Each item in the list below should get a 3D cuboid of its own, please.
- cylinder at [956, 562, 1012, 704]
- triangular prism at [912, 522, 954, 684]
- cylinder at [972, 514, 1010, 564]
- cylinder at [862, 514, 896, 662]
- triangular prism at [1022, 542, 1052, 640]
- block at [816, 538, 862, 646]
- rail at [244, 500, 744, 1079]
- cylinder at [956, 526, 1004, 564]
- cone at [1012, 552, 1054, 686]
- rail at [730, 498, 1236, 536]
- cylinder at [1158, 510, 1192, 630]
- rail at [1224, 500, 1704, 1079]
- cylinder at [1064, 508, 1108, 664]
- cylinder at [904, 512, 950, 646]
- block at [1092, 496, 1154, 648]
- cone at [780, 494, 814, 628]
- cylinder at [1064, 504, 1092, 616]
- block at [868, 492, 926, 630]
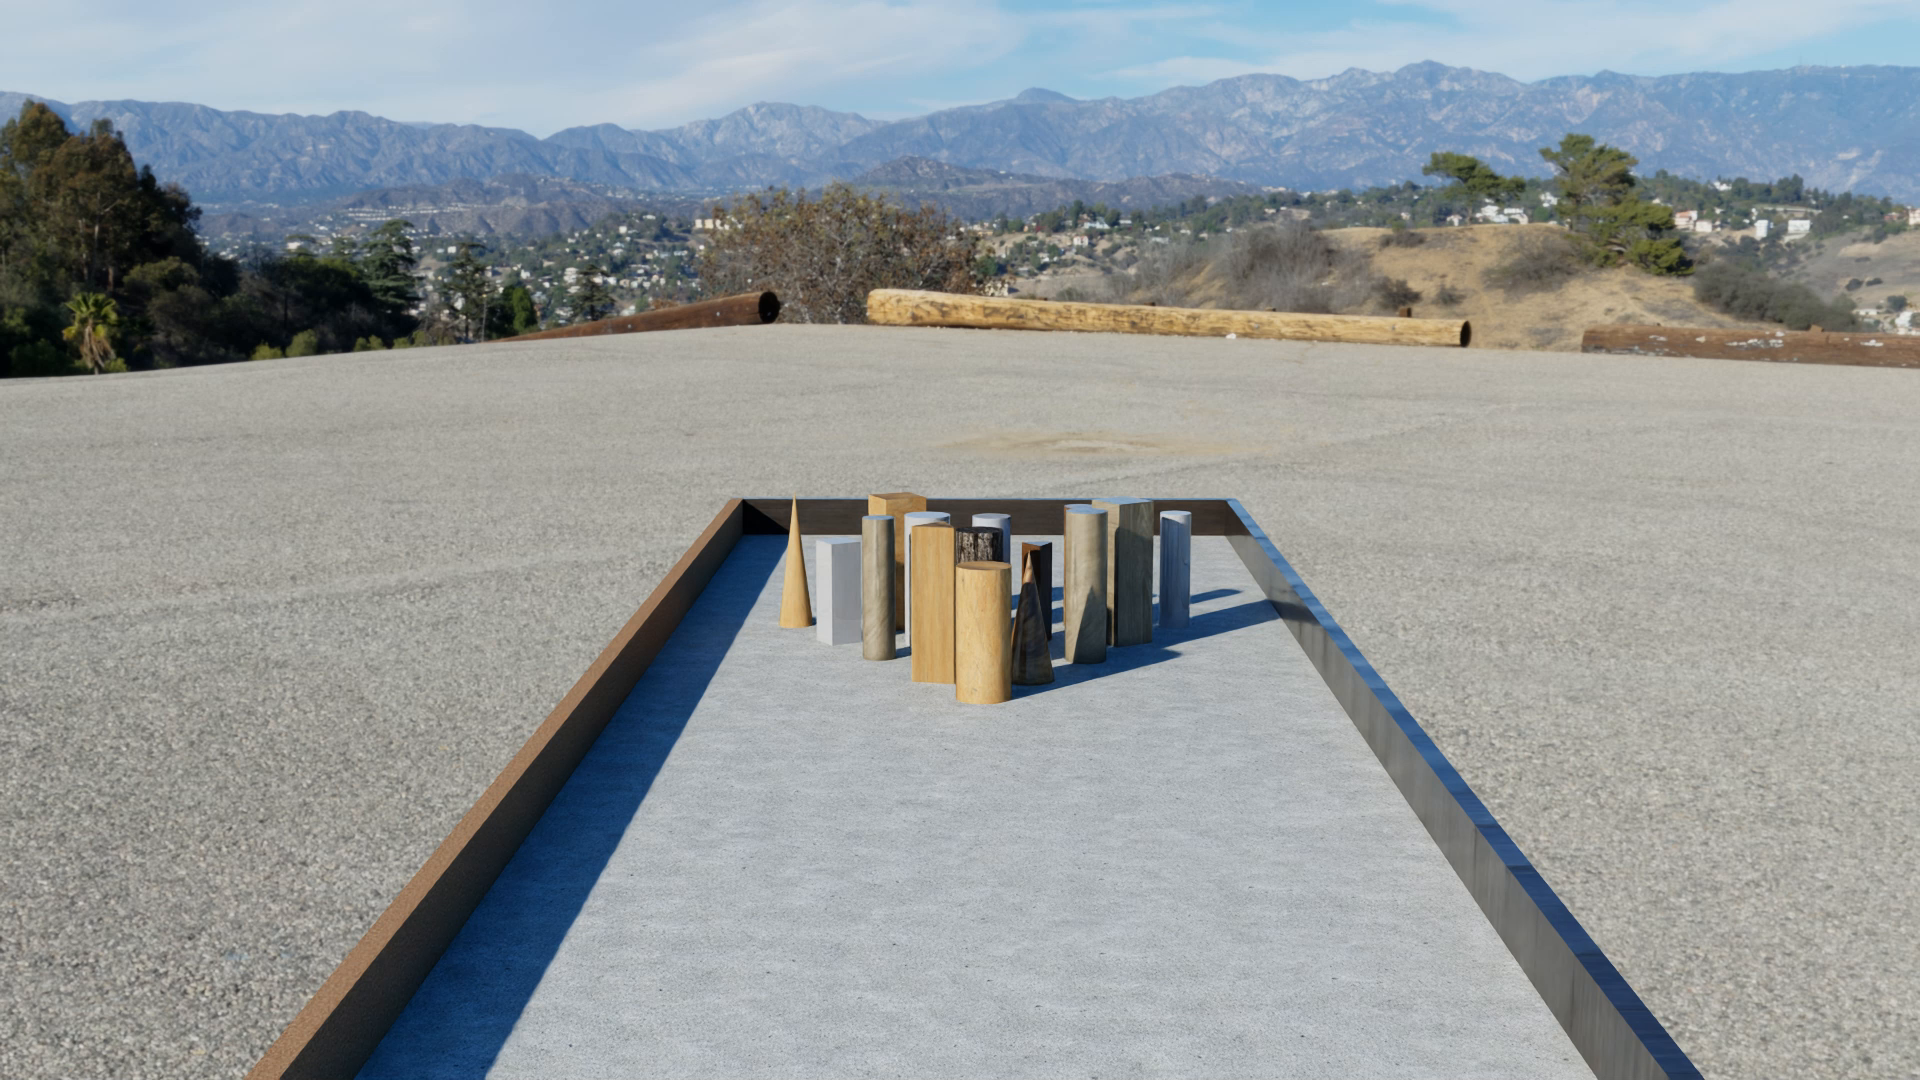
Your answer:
[{"bbox_3d":[0.066,0.258,6.171,0.157,0.378,0.157,0,9,0],"label":"cylinder"},{"bbox_3d":[-0.064,0.180,6.408,0.129,0.458,0.112,2,9,14],"label":"triangular prism"},{"bbox_3d":[0.102,0.104,7.171,0.125,0.369,0.125,0,9,0],"label":"cylinder"},{"bbox_3d":[-0.247,0.146,6.701,0.100,0.434,0.100,0,9,0],"label":"cylinder"},{"bbox_3d":[0.257,0.165,6.959,0.083,0.316,0.095,-6,11,-35],"label":"triangular prism"},{"bbox_3d":[-0.383,0.162,6.958,0.104,0.323,0.104,-5,10,-30],"label":"block"},{"bbox_3d":[-1.004,0.839,3.234,0.050,0.150,12.000,0,9,1],"label":"rail"},{"bbox_3d":[0.059,0.165,6.698,0.144,0.397,0.144,0,9,0],"label":"cylinder"},{"bbox_3d":[0.201,0.219,6.399,0.154,0.385,0.154,0,9,0],"label":"cone"},{"bbox_3d":[0.099,-0.098,9.147,2.100,0.150,0.050,0,9,1],"label":"rail"},{"bbox_3d":[0.703,0.097,7.195,0.101,0.376,0.101,0,9,0],"label":"cylinder"},{"bbox_3d":[1.046,0.843,3.208,0.050,0.150,12.000,0,9,1],"label":"rail"},{"bbox_3d":[0.383,0.139,6.667,0.128,0.459,0.128,0,9,0],"label":"cylinder"},{"bbox_3d":[-0.102,0.124,6.914,0.144,0.411,0.144,0,9,0],"label":"cylinder"},{"bbox_3d":[0.512,0.099,6.943,0.138,0.452,0.138,-6,11,-34],"label":"block"},{"bbox_3d":[-0.540,0.058,7.218,0.113,0.447,0.113,0,9,0],"label":"cone"},{"bbox_3d":[0.390,0.085,7.208,0.102,0.396,0.102,0,9,0],"label":"cylinder"},{"bbox_3d":[-0.204,0.070,7.191,0.142,0.431,0.142,-4,10,-25],"label":"block"}]
